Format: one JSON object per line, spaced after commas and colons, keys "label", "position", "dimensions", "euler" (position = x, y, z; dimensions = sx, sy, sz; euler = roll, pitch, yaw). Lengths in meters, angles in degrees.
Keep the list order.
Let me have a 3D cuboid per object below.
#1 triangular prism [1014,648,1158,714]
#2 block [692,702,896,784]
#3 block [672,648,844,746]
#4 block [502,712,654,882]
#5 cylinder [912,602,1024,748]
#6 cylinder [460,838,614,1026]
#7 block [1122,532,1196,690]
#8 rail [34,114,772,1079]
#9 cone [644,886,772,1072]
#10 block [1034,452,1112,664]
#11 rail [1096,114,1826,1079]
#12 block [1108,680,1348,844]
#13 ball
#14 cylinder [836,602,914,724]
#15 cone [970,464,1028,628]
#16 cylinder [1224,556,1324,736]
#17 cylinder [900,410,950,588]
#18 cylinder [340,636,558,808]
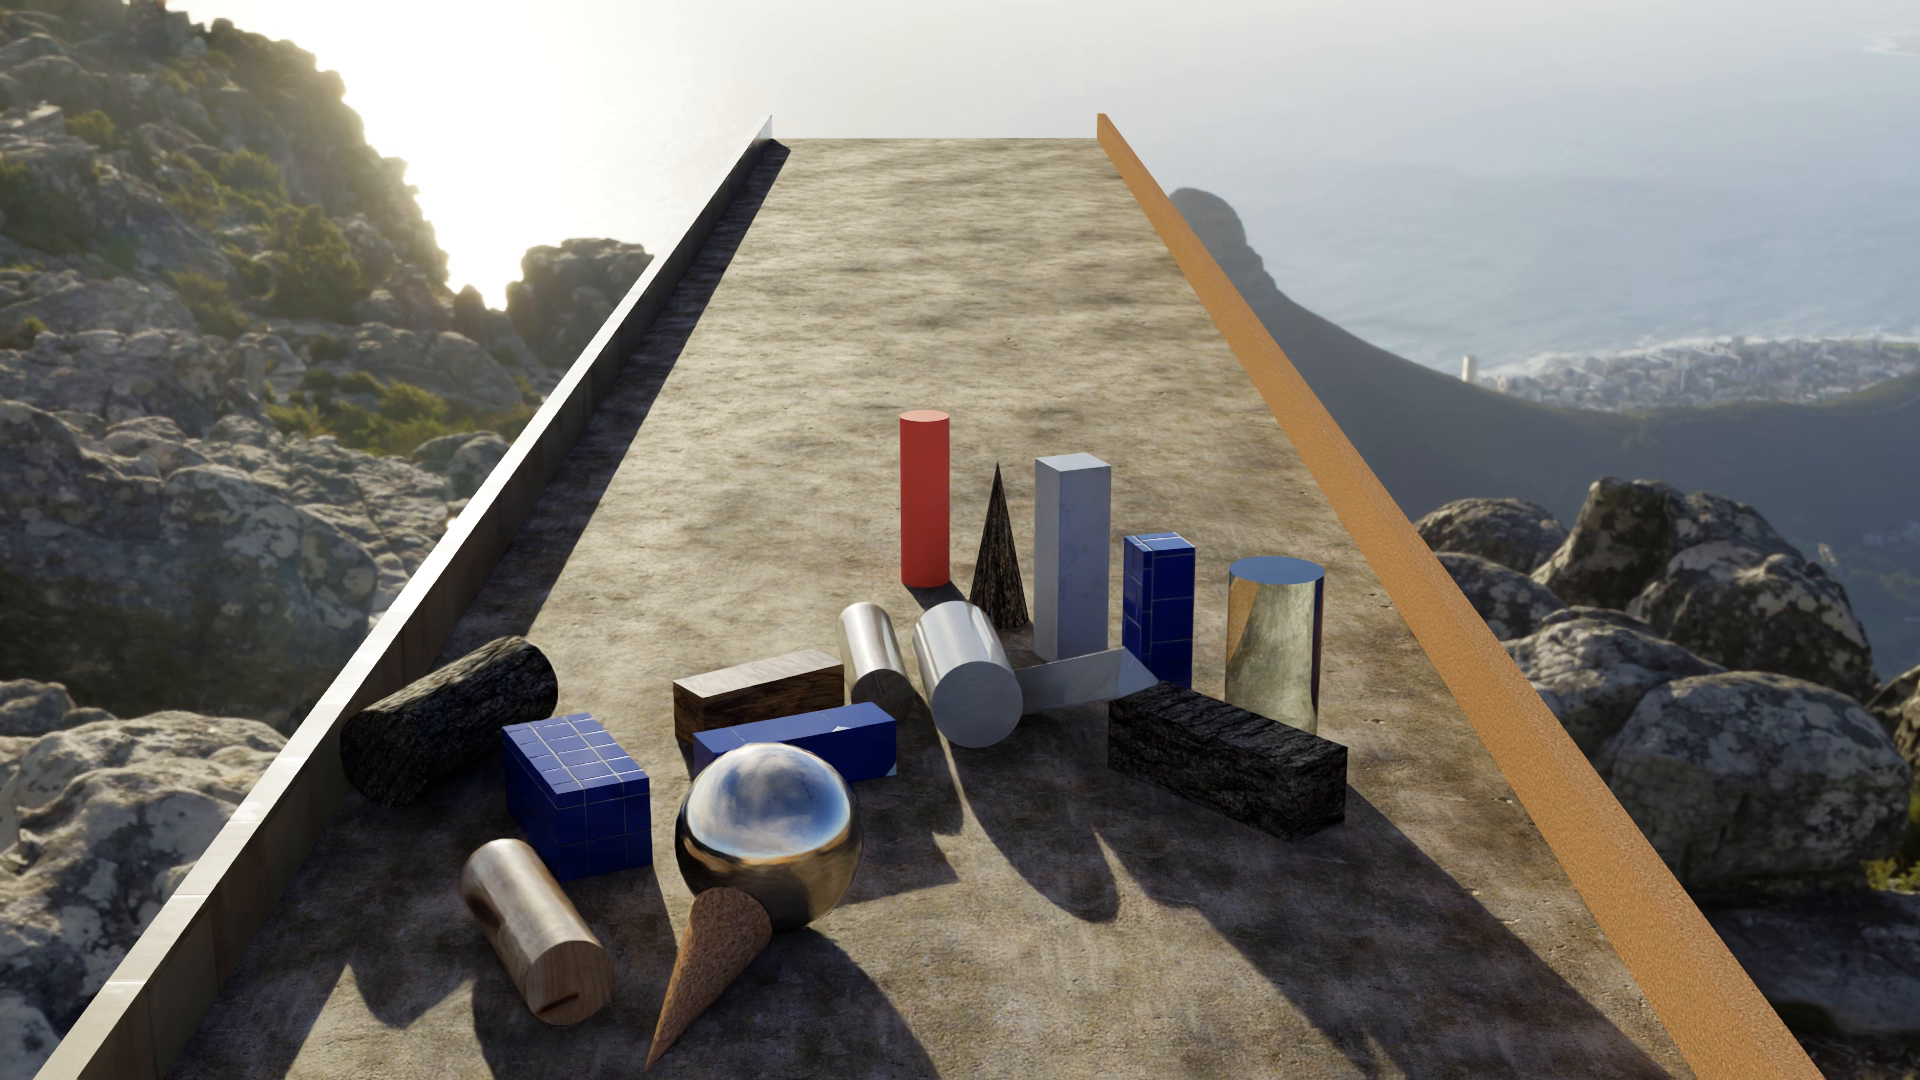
{"label": "triangular prism", "position": [0.202, 0.251, 3.940], "dimensions": [0.089, 0.077, 0.421], "euler": [-18, -1, -27]}
{"label": "block", "position": [-0.284, 0.370, 3.802], "dimensions": [0.336, 0.102, 0.102], "euler": [-8, 18, -26]}
{"label": "block", "position": [-0.368, 0.294, 4.052], "dimensions": [0.302, 0.107, 0.107], "euler": [-12, 20, -35]}
{"label": "block", "position": [-0.625, 0.413, 3.577], "dimensions": [0.149, 0.149, 0.317], "euler": [-8, 18, -25]}
{"label": "cylinder", "position": [0.010, 0.246, 4.106], "dimensions": [0.167, 0.167, 0.346], "euler": [-2, 17, -7]}
{"label": "cylinder", "position": [-0.609, 0.554, 3.144], "dimensions": [0.126, 0.126, 0.366], "euler": [-8, 18, -24]}
{"label": "block", "position": [0.372, 0.156, 4.140], "dimensions": [0.103, 0.320, 0.103], "euler": [-5, 17, -15]}
{"label": "rail", "position": [-1.118, -0.838, 7.780], "dimensions": [0.050, 0.150, 12.000], "euler": [0, 17, -1]}
{"label": "cone", "position": [-0.372, 0.625, 3.020], "dimensions": [0.123, 0.123, 0.336], "euler": [4, 27, 14]}
{"label": "block", "position": [0.222, 0.041, 4.376], "dimensions": [0.112, 0.406, 0.112], "euler": [-7, 18, -22]}
{"label": "rail", "position": [0.932, -0.844, 7.801], "dimensions": [0.050, 0.150, 12.000], "euler": [0, 17, -1]}
{"label": "block", "position": [0.449, 0.371, 3.746], "dimensions": [0.133, 0.133, 0.425], "euler": [-14, 21, -39]}
{"label": "ball", "position": [-0.282, 0.440, 3.256], "dimensions": [0.280, 0.280, 0.280], "euler": [0, 17, 0]}
{"label": "cylinder", "position": [-0.168, 0.235, 4.232], "dimensions": [0.116, 0.116, 0.394], "euler": [-2, 17, -7]}
{"label": "cone", "position": [0.079, 0.001, 4.616], "dimensions": [0.135, 0.347, 0.135], "euler": [0, 17, 0]}
{"label": "cylinder", "position": [0.553, 0.218, 3.885], "dimensions": [0.166, 0.346, 0.166], "euler": [0, 17, 0]}
{"label": "cylinder", "position": [-0.078, -0.091, 4.871], "dimensions": [0.109, 0.378, 0.109], "euler": [0, 17, 0]}
{"label": "cylinder", "position": [-0.890, 0.315, 3.859], "dimensions": [0.177, 0.177, 0.401], "euler": [7, 18, 22]}
